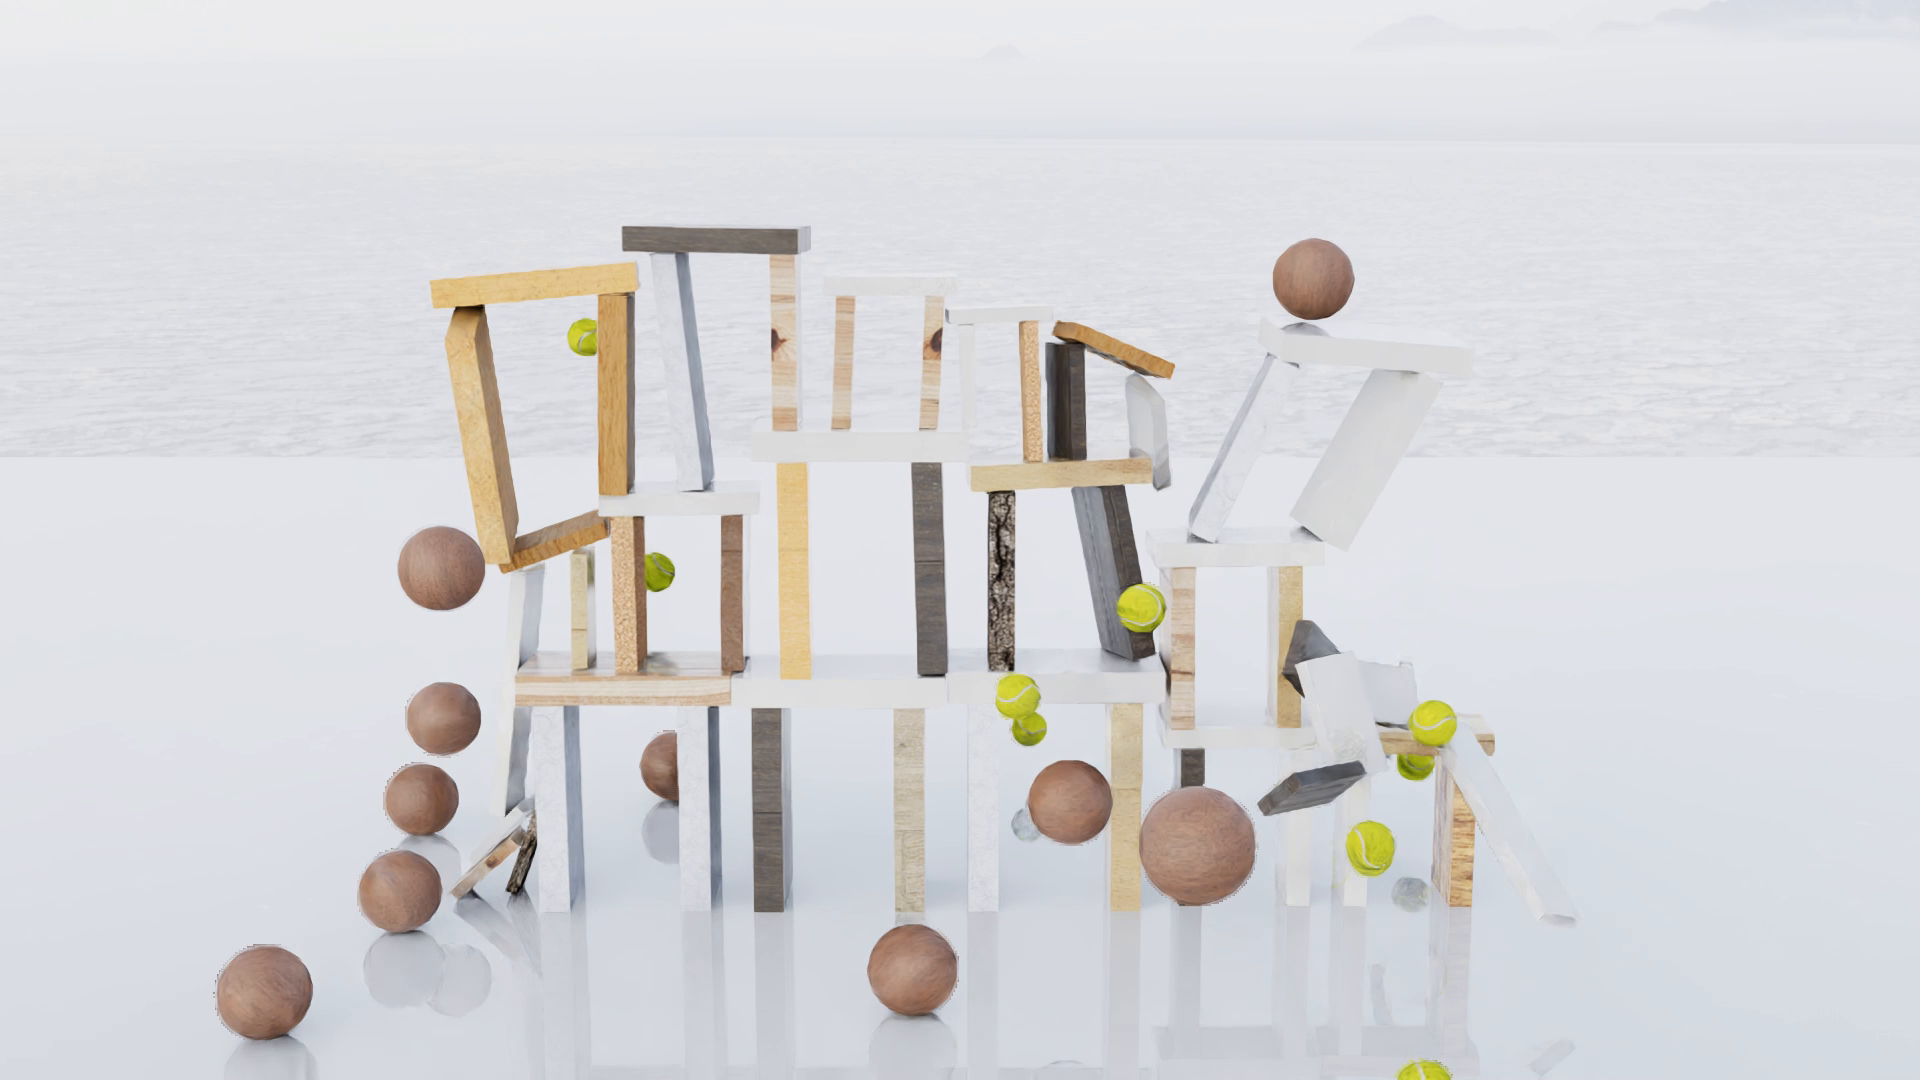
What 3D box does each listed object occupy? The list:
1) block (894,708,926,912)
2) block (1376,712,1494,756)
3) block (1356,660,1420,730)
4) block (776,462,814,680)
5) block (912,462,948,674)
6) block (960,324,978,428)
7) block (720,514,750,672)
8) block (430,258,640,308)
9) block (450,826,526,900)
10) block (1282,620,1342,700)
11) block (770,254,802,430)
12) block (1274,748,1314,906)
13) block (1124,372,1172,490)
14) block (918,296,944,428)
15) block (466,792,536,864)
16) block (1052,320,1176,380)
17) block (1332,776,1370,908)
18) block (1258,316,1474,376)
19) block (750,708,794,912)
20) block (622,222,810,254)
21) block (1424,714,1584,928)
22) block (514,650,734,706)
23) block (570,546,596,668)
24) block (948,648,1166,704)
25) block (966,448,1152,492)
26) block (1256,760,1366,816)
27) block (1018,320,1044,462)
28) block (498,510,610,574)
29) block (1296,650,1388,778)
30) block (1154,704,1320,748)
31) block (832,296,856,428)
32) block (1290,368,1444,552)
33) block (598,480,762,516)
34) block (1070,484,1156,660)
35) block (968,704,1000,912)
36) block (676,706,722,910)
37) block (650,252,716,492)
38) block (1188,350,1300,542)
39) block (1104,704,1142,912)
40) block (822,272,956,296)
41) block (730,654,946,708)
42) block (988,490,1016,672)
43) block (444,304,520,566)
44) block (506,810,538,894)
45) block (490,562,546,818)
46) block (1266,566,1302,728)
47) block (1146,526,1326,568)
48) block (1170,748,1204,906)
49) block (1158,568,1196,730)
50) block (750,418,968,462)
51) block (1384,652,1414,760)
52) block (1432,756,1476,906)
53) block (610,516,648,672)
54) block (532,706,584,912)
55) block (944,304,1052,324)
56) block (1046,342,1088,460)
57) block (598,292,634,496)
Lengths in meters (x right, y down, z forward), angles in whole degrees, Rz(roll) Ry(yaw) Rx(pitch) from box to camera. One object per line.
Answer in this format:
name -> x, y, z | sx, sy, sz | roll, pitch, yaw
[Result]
block -> -0.082, 0.422, 3.635 | 0.049, 0.343, 0.171 | 0, 11, 0
block -> 0.735, 0.318, 3.614 | 0.259, 0.037, 0.130 | 1, 11, 3
block -> 0.655, 0.245, 3.513 | 0.193, 0.097, 0.027 | 9, -21, -35
block -> -0.266, 0.036, 3.556 | 0.048, 0.348, 0.171 | -1, 11, -2
block -> -0.048, 0.031, 3.565 | 0.048, 0.341, 0.171 | -2, 11, 0
block -> 0.013, -0.264, 3.508 | 0.023, 0.162, 0.081 | -2, 11, -1
block -> -0.365, 0.075, 3.585 | 0.036, 0.254, 0.127 | 1, 10, 0
block -> -0.667, -0.406, 3.476 | 0.314, 0.044, 0.157 | -6, 10, -6
block -> -0.784, 0.537, 3.660 | 0.140, 0.020, 0.070 | -41, 7, 8
block -> 0.580, 0.216, 3.523 | 0.027, 0.097, 0.194 | 1, -29, 37
block -> -0.275, -0.319, 3.493 | 0.039, 0.275, 0.138 | 0, 11, 0
block -> 0.554, 0.458, 3.649 | 0.038, 0.266, 0.133 | 0, 11, 0
block -> 0.311, -0.179, 3.643 | 0.026, 0.183, 0.091 | -22, 43, -14
block -> -0.046, -0.289, 3.505 | 0.030, 0.209, 0.104 | 3, 11, -2
block -> -0.767, 0.487, 3.708 | 0.020, 0.140, 0.070 | 47, 21, 3
block -> 0.246, -0.305, 3.538 | 0.183, 0.026, 0.091 | 20, 0, -23
block -> 0.649, 0.462, 3.646 | 0.037, 0.259, 0.130 | 0, 11, 1
block -> 0.641, -0.309, 3.484 | 0.305, 0.043, 0.153 | 4, 16, -8
block -> -0.310, 0.422, 3.634 | 0.049, 0.343, 0.171 | 0, 11, 1
block -> -0.382, -0.476, 3.467 | 0.275, 0.039, 0.138 | 1, 11, 4
block -> 0.828, 0.427, 3.371 | 0.085, 0.024, 0.390 | 16, 36, -35
block -> -0.539, 0.226, 3.604 | 0.346, 0.049, 0.173 | 0, 11, 1
block -> -0.614, 0.108, 3.583 | 0.026, 0.186, 0.093 | 1, 9, -1
block -> 0.155, 0.221, 3.605 | 0.349, 0.049, 0.175 | 0, 11, 0
block -> 0.157, -0.114, 3.551 | 0.288, 0.041, 0.144 | -3, 9, -2
block -> 0.526, 0.371, 3.282 | 0.169, 0.024, 0.085 | -3, -34, -46
block -> 0.114, -0.242, 3.524 | 0.023, 0.223, 0.081 | -3, 9, -4
block -> -0.665, -0.001, 3.620 | 0.186, 0.026, 0.093 | -19, 19, 2
block -> 0.591, 0.275, 3.399 | 0.097, 0.194, 0.027 | -10, -11, -30
block -> 0.462, 0.307, 3.629 | 0.266, 0.038, 0.133 | 0, 11, -2
block -> -0.185, -0.289, 3.504 | 0.030, 0.209, 0.104 | 2, 11, -2
block -> 0.649, -0.143, 3.530 | 0.043, 0.305, 0.153 | 26, 9, -20
block -> -0.450, -0.068, 3.561 | 0.254, 0.036, 0.127 | -1, 11, -3
block -> 0.250, 0.044, 3.605 | 0.041, 0.288, 0.144 | -14, 10, -16
block -> 0.038, 0.418, 3.640 | 0.049, 0.349, 0.175 | 0, 11, 0
block -> -0.430, 0.419, 3.642 | 0.049, 0.346, 0.173 | 0, 11, 0
block -> -0.446, -0.277, 3.542 | 0.039, 0.379, 0.138 | -5, 10, 3
block -> 0.452, -0.154, 3.514 | 0.043, 0.305, 0.153 | 25, 13, 0
block -> 0.269, 0.418, 3.641 | 0.049, 0.349, 0.175 | 0, 11, 0
block -> -0.110, -0.406, 3.482 | 0.209, 0.030, 0.104 | 0, 11, -1
block -> -0.194, 0.230, 3.596 | 0.343, 0.049, 0.171 | 0, 11, 0
block -> 0.067, 0.056, 3.573 | 0.041, 0.288, 0.144 | 0, 11, -1
block -> -0.764, -0.170, 3.526 | 0.044, 0.391, 0.157 | -5, 27, -3
block -> -0.721, 0.516, 3.671 | 0.020, 0.140, 0.070 | 20, 4, -3
block -> -0.740, 0.248, 3.680 | 0.026, 0.421, 0.093 | 8, 8, 8
block -> 0.528, 0.159, 3.583 | 0.038, 0.268, 0.134 | -1, 11, 0
block -> 0.441, 0.010, 3.545 | 0.268, 0.038, 0.134 | -1, 11, -2
block -> 0.377, 0.458, 3.648 | 0.038, 0.266, 0.133 | 0, 11, 0
block -> 0.352, 0.161, 3.574 | 0.038, 0.268, 0.134 | -1, 11, -4
block -> -0.158, -0.161, 3.527 | 0.341, 0.048, 0.171 | 0, 11, -1
block -> 0.744, 0.284, 3.764 | 0.024, 0.169, 0.085 | 13, 8, 8
block -> 0.820, 0.462, 3.646 | 0.037, 0.259, 0.130 | 0, 11, -1
block -> -0.538, 0.076, 3.580 | 0.036, 0.254, 0.127 | 0, 11, 0
block -> -0.662, 0.421, 3.634 | 0.049, 0.346, 0.173 | 0, 11, -2
block -> 0.060, -0.360, 3.497 | 0.162, 0.023, 0.081 | -3, 9, -6
block -> 0.170, -0.225, 3.530 | 0.026, 0.183, 0.091 | -6, 10, -22
block -> -0.550, -0.239, 3.520 | 0.044, 0.314, 0.157 | 1, 10, -4
